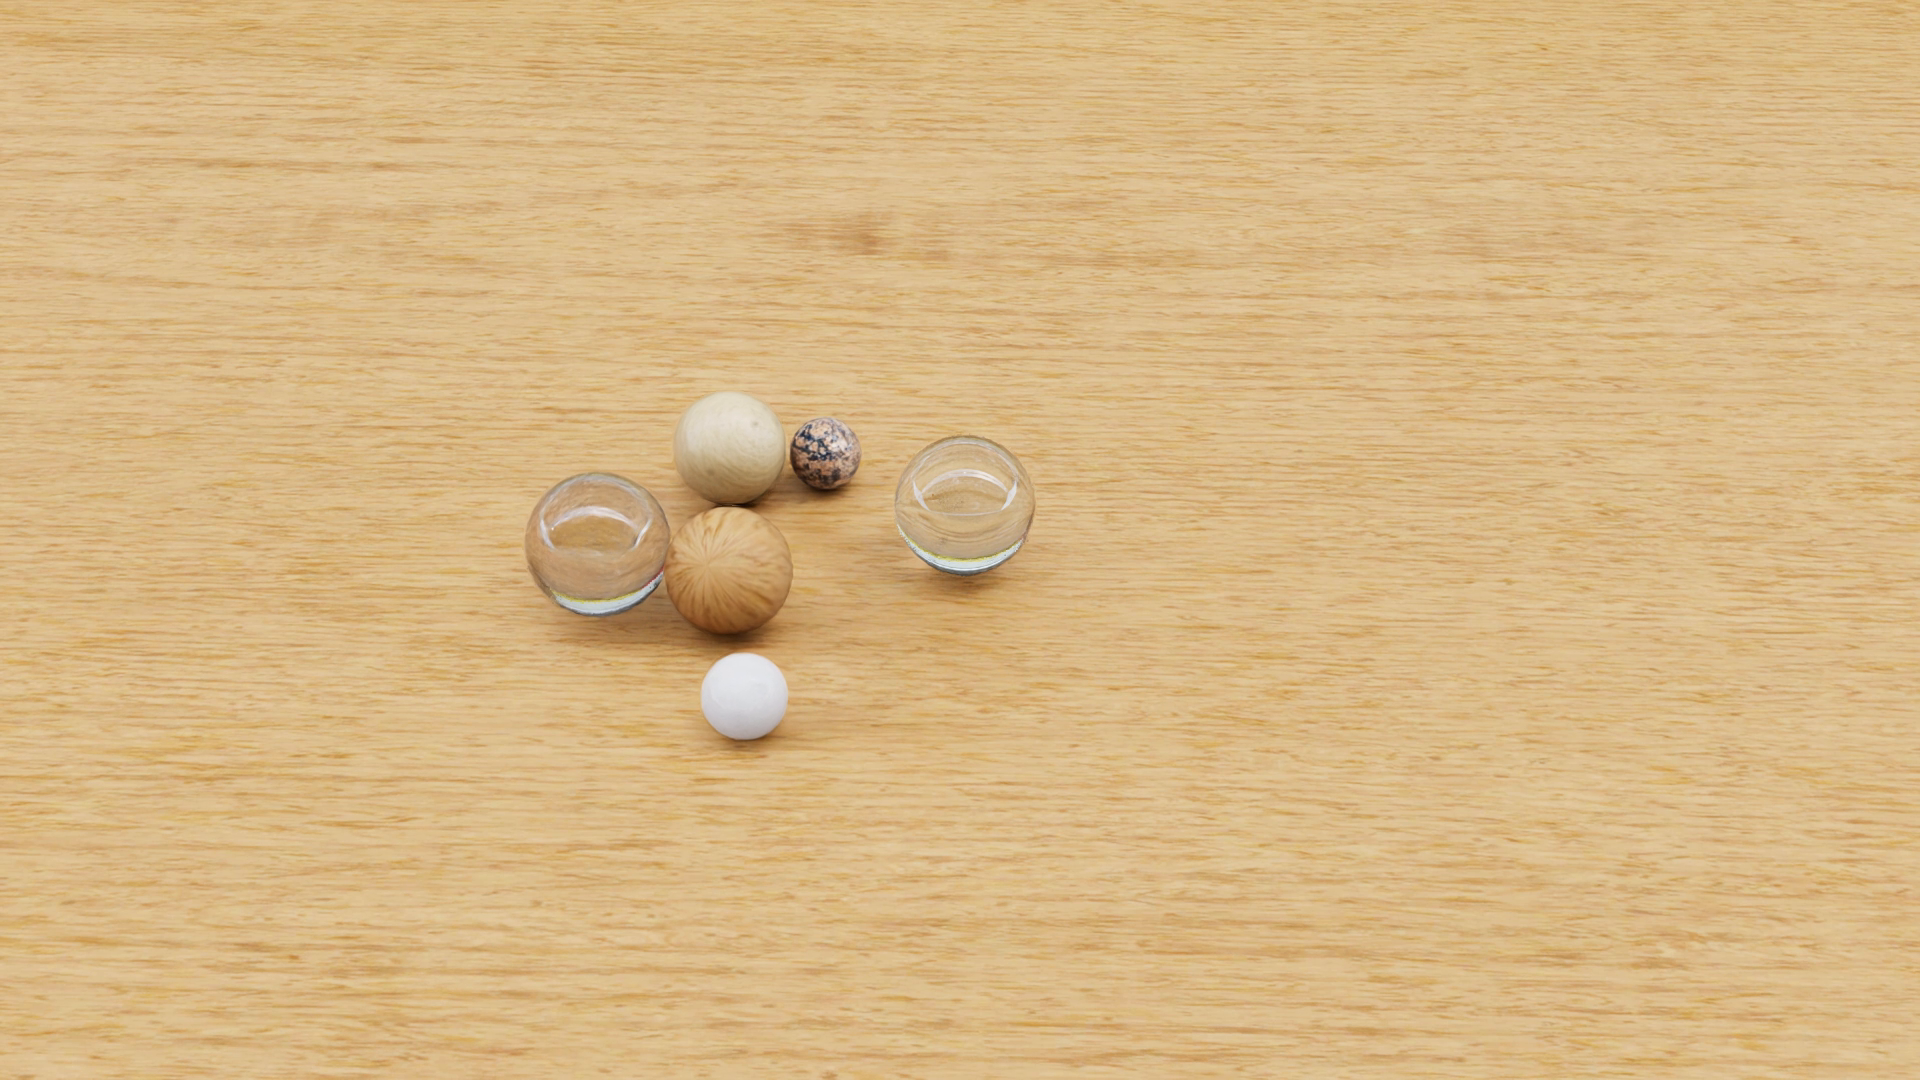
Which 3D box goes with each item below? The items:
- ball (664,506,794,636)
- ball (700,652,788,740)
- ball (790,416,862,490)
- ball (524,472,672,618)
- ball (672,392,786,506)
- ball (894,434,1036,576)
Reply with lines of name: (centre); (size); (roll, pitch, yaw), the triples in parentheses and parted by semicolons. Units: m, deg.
ball: (-0.141, 0.019, 1.569); (0.079, 0.079, 0.079); (0, 36, 0)
ball: (-0.126, 0.091, 1.494); (0.051, 0.051, 0.051); (0, 36, 0)
ball: (-0.089, -0.057, 1.698); (0.048, 0.048, 0.048); (0, 36, 0)
ball: (-0.223, 0.003, 1.581); (0.090, 0.090, 0.090); (0, 36, 0)
ball: (-0.151, -0.060, 1.679); (0.075, 0.075, 0.075); (0, 36, 0)
ball: (0.003, -0.022, 1.616); (0.089, 0.089, 0.089); (0, 36, 0)
